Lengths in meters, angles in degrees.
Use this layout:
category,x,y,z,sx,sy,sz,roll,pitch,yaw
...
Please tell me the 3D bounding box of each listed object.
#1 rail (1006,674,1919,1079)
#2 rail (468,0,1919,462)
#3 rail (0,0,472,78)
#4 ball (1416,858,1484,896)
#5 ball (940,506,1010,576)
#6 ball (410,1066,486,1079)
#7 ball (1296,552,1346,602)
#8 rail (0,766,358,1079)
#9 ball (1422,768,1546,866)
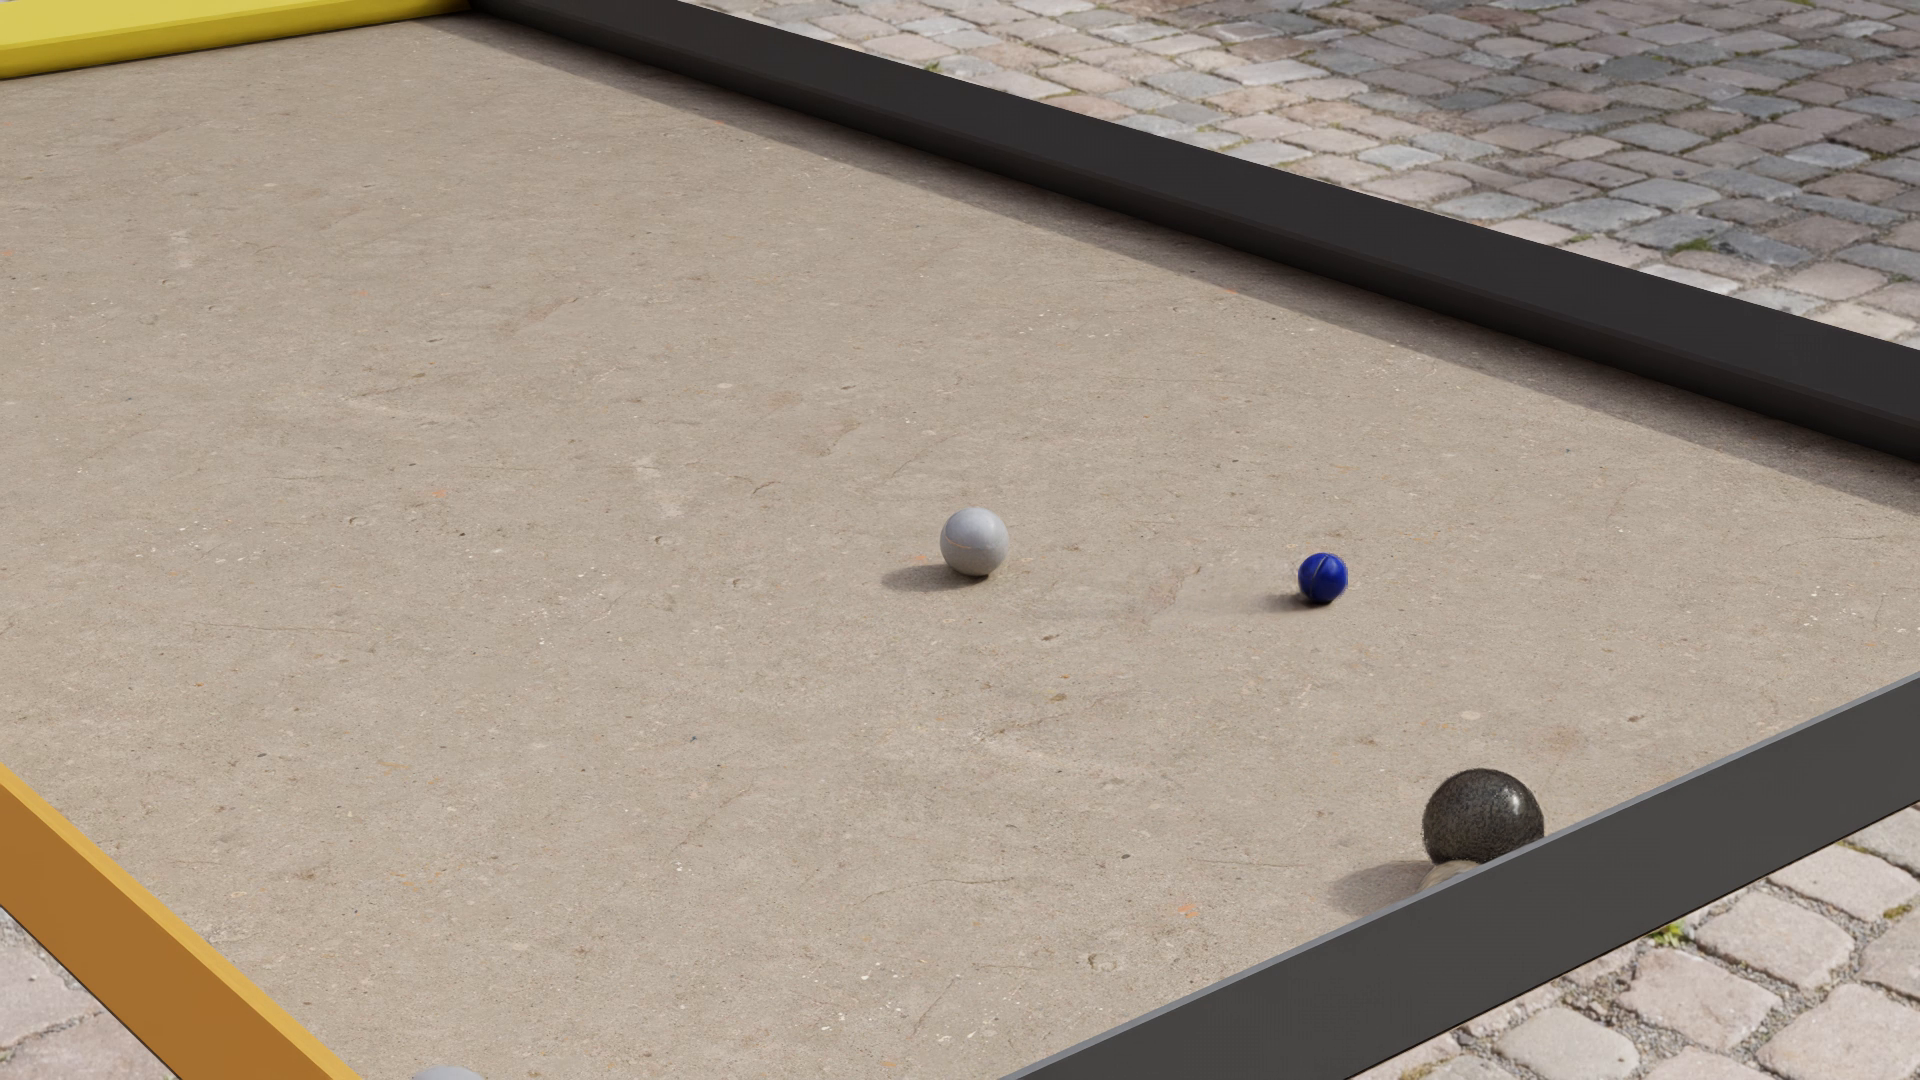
category,x,y,z,sx,sy,sz,roll,pitch,yaw
rail,0.470,0.193,1.957,1.739,0.107,0.045,-17,27,-36
rail,0.173,-0.445,3.546,0.045,0.107,3.084,-17,27,-36
rail,-1.439,-0.687,4.148,1.739,0.107,0.045,-17,27,-36
ball,0.326,0.238,1.911,0.060,0.060,0.060,0,22,0
ball,0.012,0.001,2.500,0.060,0.060,0.060,0,22,0
ball,-0.291,0.332,1.665,0.068,0.068,0.068,0,22,0
ball,0.302,0.031,2.450,0.041,0.041,0.041,0,22,0
rail,-1.142,-0.049,2.559,0.045,0.107,3.084,-17,27,-36
ball,0.354,0.195,1.988,0.082,0.082,0.082,0,22,0
